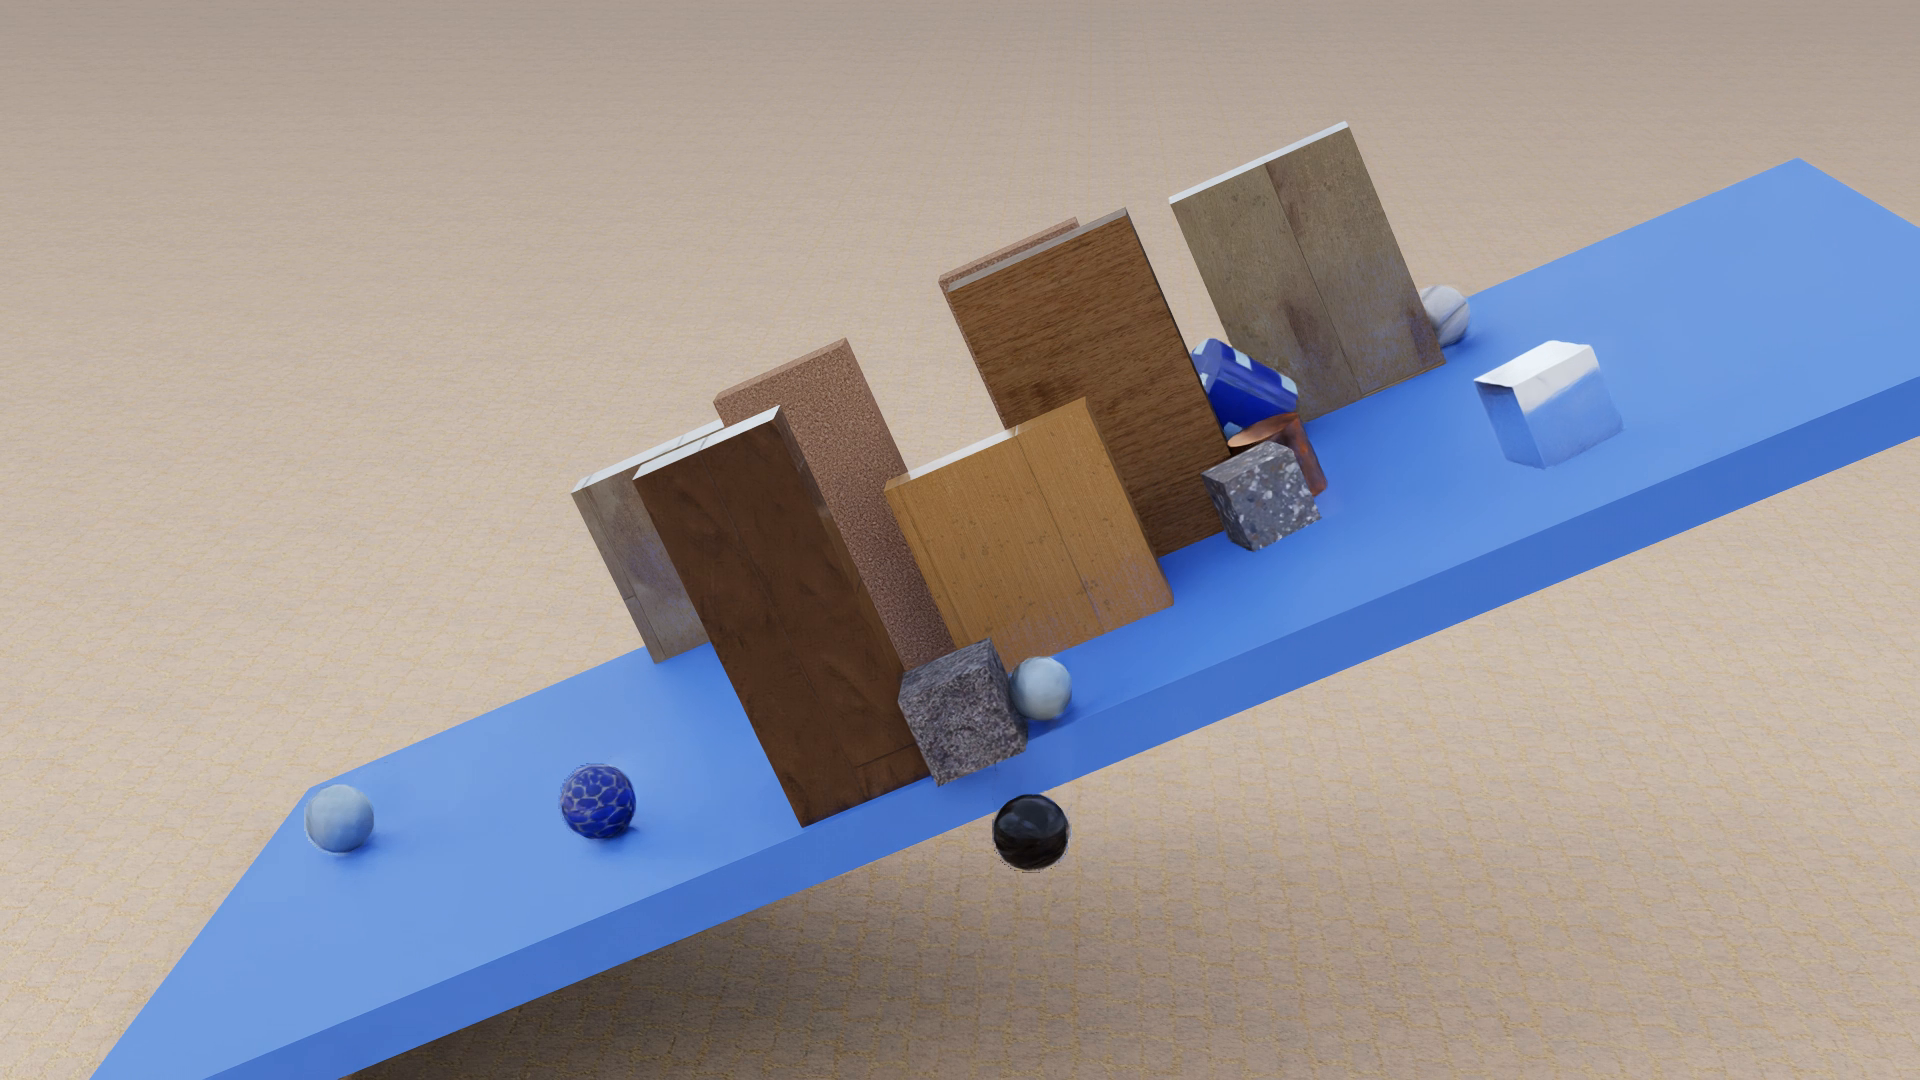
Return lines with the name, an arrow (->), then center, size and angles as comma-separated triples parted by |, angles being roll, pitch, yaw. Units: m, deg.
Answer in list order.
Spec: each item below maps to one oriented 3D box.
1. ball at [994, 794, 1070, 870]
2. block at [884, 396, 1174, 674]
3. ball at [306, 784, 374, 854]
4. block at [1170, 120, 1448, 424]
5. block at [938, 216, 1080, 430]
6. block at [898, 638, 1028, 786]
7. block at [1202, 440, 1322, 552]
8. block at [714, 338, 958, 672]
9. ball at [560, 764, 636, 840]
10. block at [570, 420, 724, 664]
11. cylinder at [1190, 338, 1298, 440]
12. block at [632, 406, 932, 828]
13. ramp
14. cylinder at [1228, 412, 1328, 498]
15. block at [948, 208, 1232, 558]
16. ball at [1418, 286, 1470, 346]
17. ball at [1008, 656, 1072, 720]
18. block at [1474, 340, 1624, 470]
ball -> 0.121, 0.496, 4.995 | 0.130, 0.130, 0.130 | 0, 15, 0
block -> 0.136, 0.005, 5.731 | 0.424, 0.432, 0.087 | -23, 13, 8
ball -> -1.413, 0.635, 6.704 | 0.155, 0.155, 0.155 | 0, 15, 0
block -> 0.777, -0.580, 6.569 | 0.424, 0.576, 0.102 | -23, 13, 8
block -> 0.235, -0.349, 6.486 | 0.326, 0.646, 0.083 | -23, 13, 8
block -> 0.008, 0.310, 5.329 | 0.174, 0.174, 0.174 | -23, 13, 8
block -> 0.601, -0.088, 5.876 | 0.154, 0.154, 0.154 | -26, 13, -7
block -> -0.221, -0.037, 5.982 | 0.287, 0.689, 0.088 | -23, 13, 8
ball -> -0.723, 0.523, 5.881 | 0.151, 0.151, 0.151 | 0, 15, 0
block -> -0.646, -0.002, 7.131 | 0.411, 0.468, 0.140 | -23, 13, 8
cylinder -> 0.597, -0.307, 6.463 | 0.204, 0.204, 0.204 | 26, 6, -21
block -> -0.308, 0.143, 5.353 | 0.279, 0.718, 0.114 | -23, 13, 8
ramp -> 0.132, 0.170, 6.284 | 4.000, 0.100, 2.000 | -23, 13, 8
cylinder -> 0.653, -0.157, 6.044 | 0.158, 0.158, 0.158 | -24, 13, 6
block -> 0.295, -0.288, 6.049 | 0.394, 0.681, 0.108 | -23, 13, 8
ball -> 1.091, -0.510, 6.694 | 0.139, 0.139, 0.139 | 0, 15, 0
ball -> 0.145, 0.268, 5.305 | 0.117, 0.117, 0.117 | 0, 15, 0
block -> 1.111, -0.256, 5.554 | 0.174, 0.174, 0.174 | -27, 13, -10
